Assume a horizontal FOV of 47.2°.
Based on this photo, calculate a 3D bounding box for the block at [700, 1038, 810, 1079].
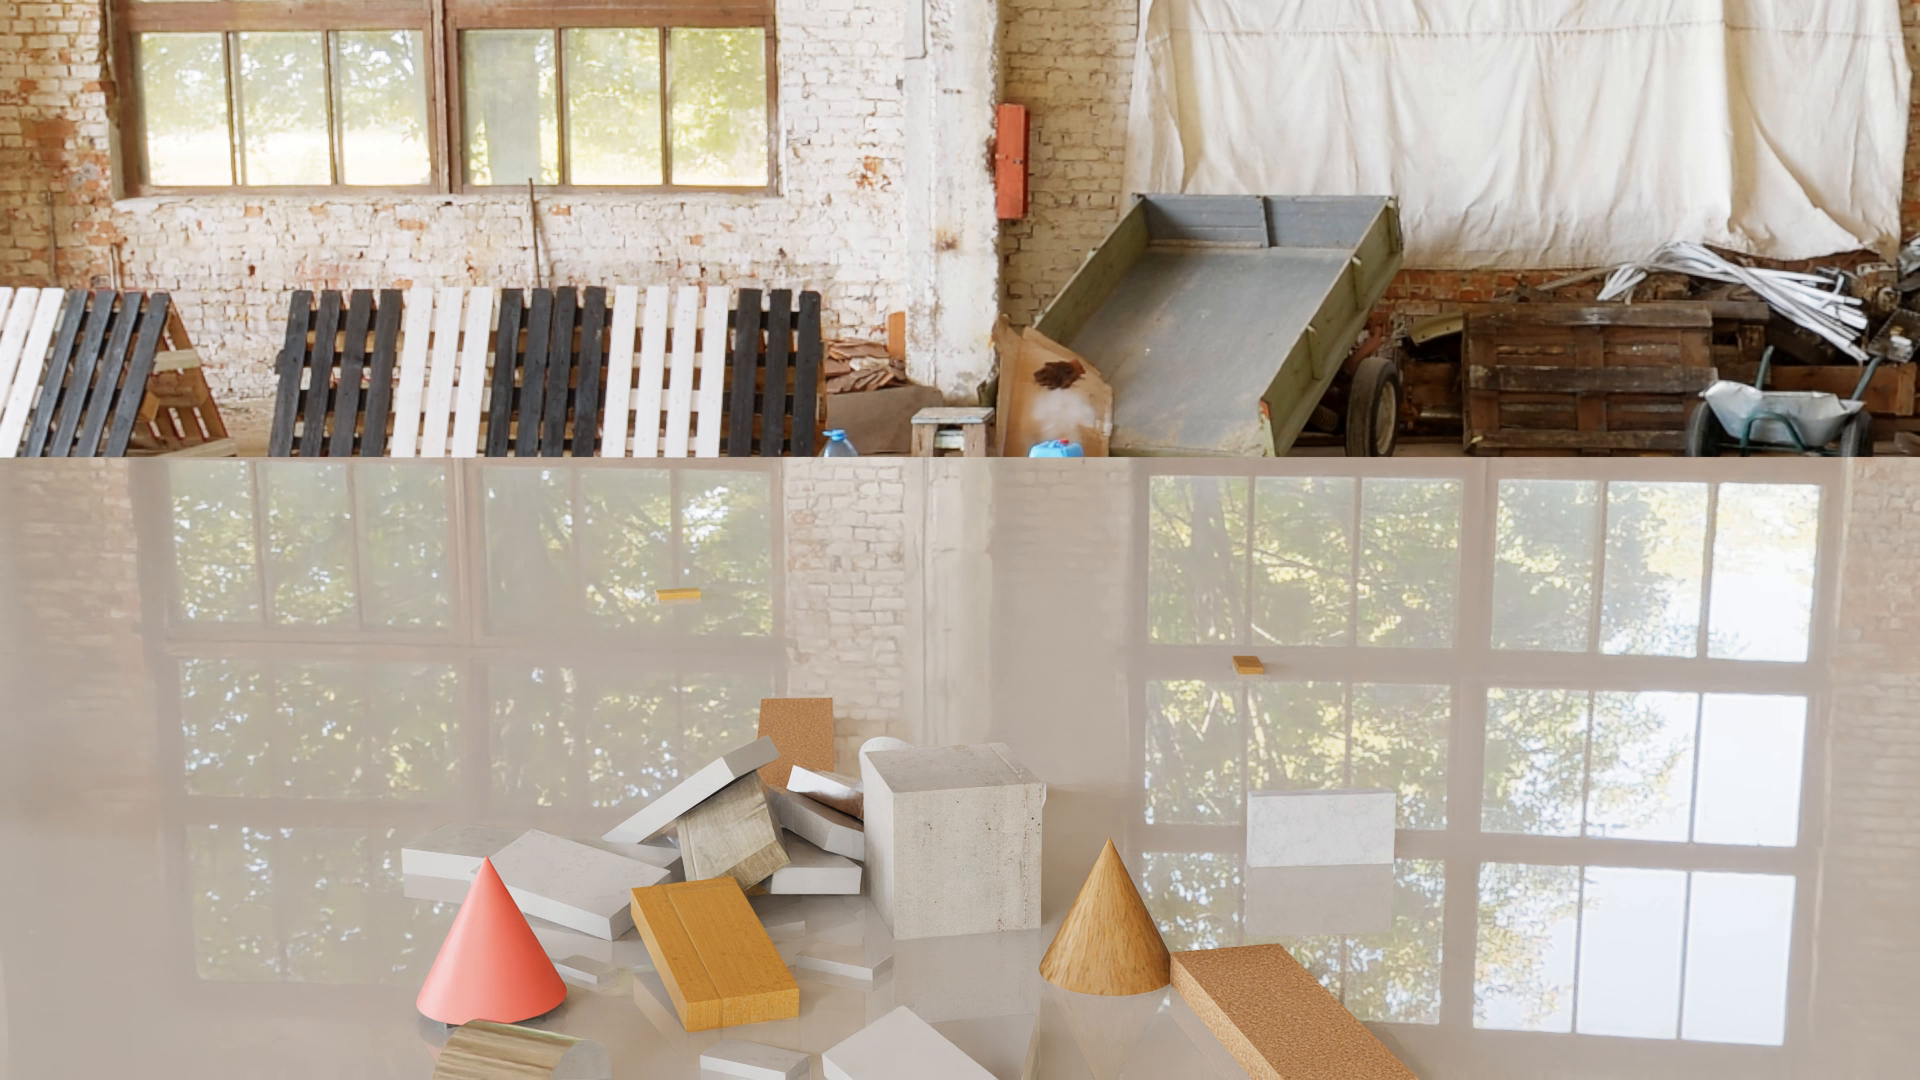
[{"bbox_3d":[-0.278,0.707,2.985,0.133,0.019,0.067,5,12,25],"label":"block"}]

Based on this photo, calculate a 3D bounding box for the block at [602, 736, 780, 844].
[{"bbox_3d":[-0.470,0.449,3.847,0.307,0.043,0.153,-34,-6,27],"label":"block"}]

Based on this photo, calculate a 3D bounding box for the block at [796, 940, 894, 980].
[{"bbox_3d":[-0.176,0.640,3.348,0.133,0.019,0.067,5,12,26],"label":"block"}]

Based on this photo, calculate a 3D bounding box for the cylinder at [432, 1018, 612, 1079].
[{"bbox_3d":[-0.541,0.685,2.719,0.160,0.160,0.160,5,11,23],"label":"cylinder"}]

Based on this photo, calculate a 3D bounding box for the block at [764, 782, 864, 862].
[{"bbox_3d":[-0.234,0.498,3.846,0.163,0.046,0.327,22,-3,-30],"label":"block"}]

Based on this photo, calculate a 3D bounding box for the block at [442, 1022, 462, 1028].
[{"bbox_3d":[-0.681,0.670,3.180,0.145,0.021,0.072,-6,12,-28],"label":"block"}]

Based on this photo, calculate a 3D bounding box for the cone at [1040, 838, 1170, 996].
[{"bbox_3d":[0.225,0.548,3.319,0.210,0.210,0.210,0,11,0],"label":"cone"}]

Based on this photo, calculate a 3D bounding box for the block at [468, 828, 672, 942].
[{"bbox_3d":[-0.633,0.558,3.579,0.304,0.043,0.152,11,28,32],"label":"block"}]

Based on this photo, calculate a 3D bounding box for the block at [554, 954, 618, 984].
[{"bbox_3d":[-0.564,0.648,3.321,0.091,0.013,0.045,8,13,36],"label":"block"}]

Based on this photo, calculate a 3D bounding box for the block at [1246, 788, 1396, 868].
[{"bbox_3d":[0.626,0.498,3.817,0.252,0.126,0.036,-1,11,-5],"label":"block"}]

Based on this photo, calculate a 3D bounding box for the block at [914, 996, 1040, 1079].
[{"bbox_3d":[0.006,0.701,2.938,0.171,0.048,0.342,1,11,7],"label":"block"}]

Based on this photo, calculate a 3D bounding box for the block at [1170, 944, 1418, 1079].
[{"bbox_3d":[0.452,0.678,3.061,0.171,0.048,0.494,-2,11,-13],"label":"block"}]

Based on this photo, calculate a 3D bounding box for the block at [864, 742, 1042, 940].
[{"bbox_3d":[-0.015,0.485,3.578,0.240,0.240,0.240,-3,11,-13],"label":"block"}]

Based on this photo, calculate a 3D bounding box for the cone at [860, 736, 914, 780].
[{"bbox_3d":[-0.147,0.473,4.121,0.147,0.147,0.147,4,38,21],"label":"cone"}]

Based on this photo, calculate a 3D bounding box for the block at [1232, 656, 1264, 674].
[{"bbox_3d":[0.681,0.296,5.208,0.058,0.016,0.115,0,11,0],"label":"block"}]

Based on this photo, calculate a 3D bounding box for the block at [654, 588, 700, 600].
[{"bbox_3d":[-0.772,0.147,6.012,0.115,0.016,0.058,-4,11,-19],"label":"block"}]

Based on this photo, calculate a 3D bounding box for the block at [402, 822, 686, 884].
[{"bbox_3d":[-0.709,0.550,3.764,0.470,0.043,0.152,4,11,19],"label":"block"}]

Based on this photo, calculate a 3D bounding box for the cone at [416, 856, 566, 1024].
[{"bbox_3d":[-0.677,0.555,3.162,0.214,0.214,0.214,0,11,0],"label":"cone"}]

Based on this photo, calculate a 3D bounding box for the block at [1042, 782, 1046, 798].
[{"bbox_3d":[0.104,0.479,4.220,0.115,0.016,0.058,2,11,9],"label":"block"}]

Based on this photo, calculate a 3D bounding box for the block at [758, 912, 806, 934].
[{"bbox_3d":[-0.298,0.613,3.508,0.091,0.013,0.045,-5,12,-26],"label":"block"}]

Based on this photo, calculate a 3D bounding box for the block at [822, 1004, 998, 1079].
[{"bbox_3d":[-0.038,0.694,2.755,0.133,0.038,0.266,-25,37,-33],"label":"block"}]

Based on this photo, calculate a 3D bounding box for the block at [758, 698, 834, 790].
[{"bbox_3d":[-0.332,0.426,4.434,0.153,0.043,0.680,-1,11,-4],"label":"block"}]

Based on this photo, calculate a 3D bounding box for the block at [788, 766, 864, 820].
[{"bbox_3d":[-0.151,0.478,3.963,0.307,0.043,0.153,15,-2,42],"label":"block"}]

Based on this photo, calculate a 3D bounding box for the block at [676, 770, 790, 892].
[{"bbox_3d":[-0.381,0.500,3.664,0.163,0.046,0.327,-31,18,-2],"label":"block"}]

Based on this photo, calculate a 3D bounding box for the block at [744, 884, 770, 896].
[{"bbox_3d":[-0.345,0.572,3.671,0.145,0.021,0.072,-1,9,-37],"label":"block"}]

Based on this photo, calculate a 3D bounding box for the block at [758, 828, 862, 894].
[{"bbox_3d":[-0.292,0.538,3.706,0.152,0.043,0.304,4,4,-24],"label":"block"}]

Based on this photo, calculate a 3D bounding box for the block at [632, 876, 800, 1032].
[{"bbox_3d":[-0.372,0.613,3.288,0.163,0.046,0.370,-4,19,-20],"label":"block"}]
